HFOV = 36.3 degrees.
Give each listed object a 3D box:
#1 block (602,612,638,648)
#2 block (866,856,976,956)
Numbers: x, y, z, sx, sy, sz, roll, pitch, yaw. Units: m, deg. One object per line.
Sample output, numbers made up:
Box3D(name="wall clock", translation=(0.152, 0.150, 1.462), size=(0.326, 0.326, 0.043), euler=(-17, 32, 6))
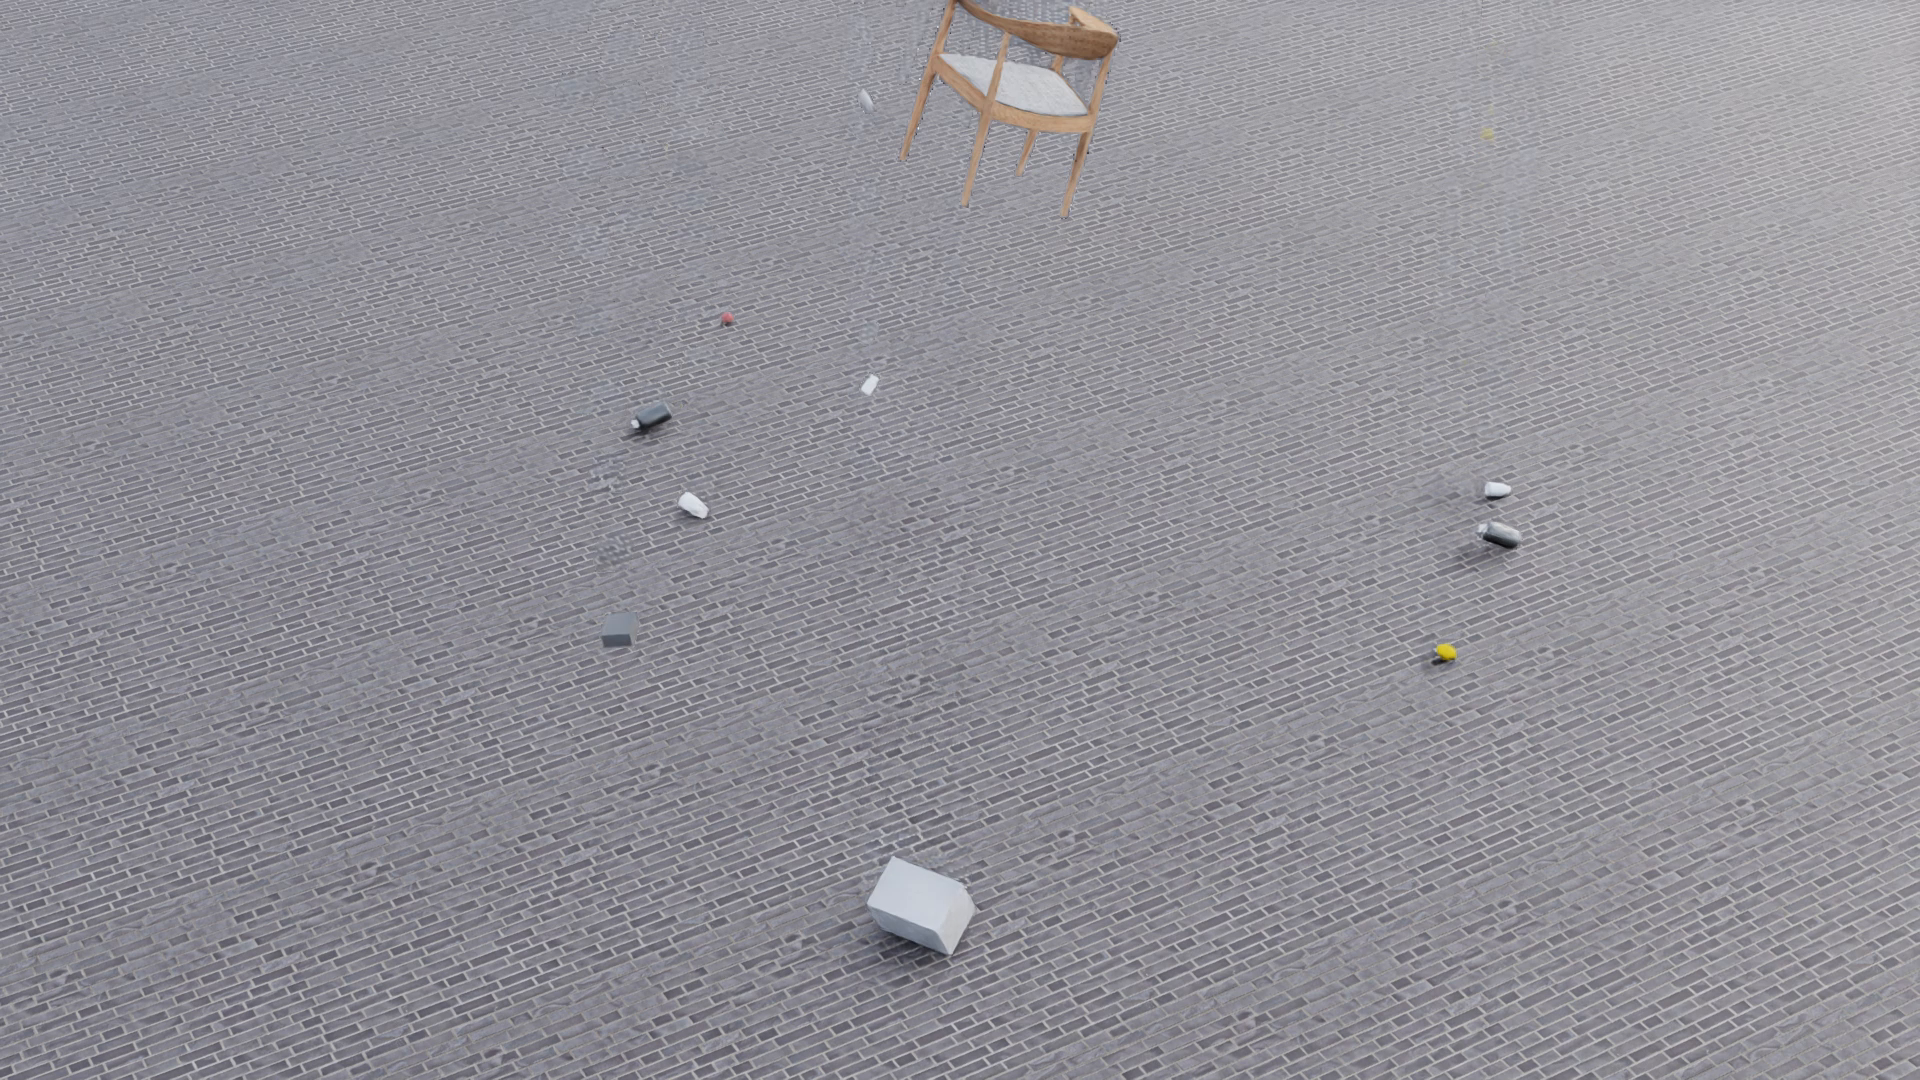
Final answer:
Box3D(name="block", translation=(-1.178, 0.312, 10.149), size=(0.099, 0.050, 0.121), euler=(-4, 35, 8))
Box3D(name="block", translation=(-0.119, 1.126, 9.017), size=(0.251, 0.181, 0.173), euler=(18, 65, 25))
